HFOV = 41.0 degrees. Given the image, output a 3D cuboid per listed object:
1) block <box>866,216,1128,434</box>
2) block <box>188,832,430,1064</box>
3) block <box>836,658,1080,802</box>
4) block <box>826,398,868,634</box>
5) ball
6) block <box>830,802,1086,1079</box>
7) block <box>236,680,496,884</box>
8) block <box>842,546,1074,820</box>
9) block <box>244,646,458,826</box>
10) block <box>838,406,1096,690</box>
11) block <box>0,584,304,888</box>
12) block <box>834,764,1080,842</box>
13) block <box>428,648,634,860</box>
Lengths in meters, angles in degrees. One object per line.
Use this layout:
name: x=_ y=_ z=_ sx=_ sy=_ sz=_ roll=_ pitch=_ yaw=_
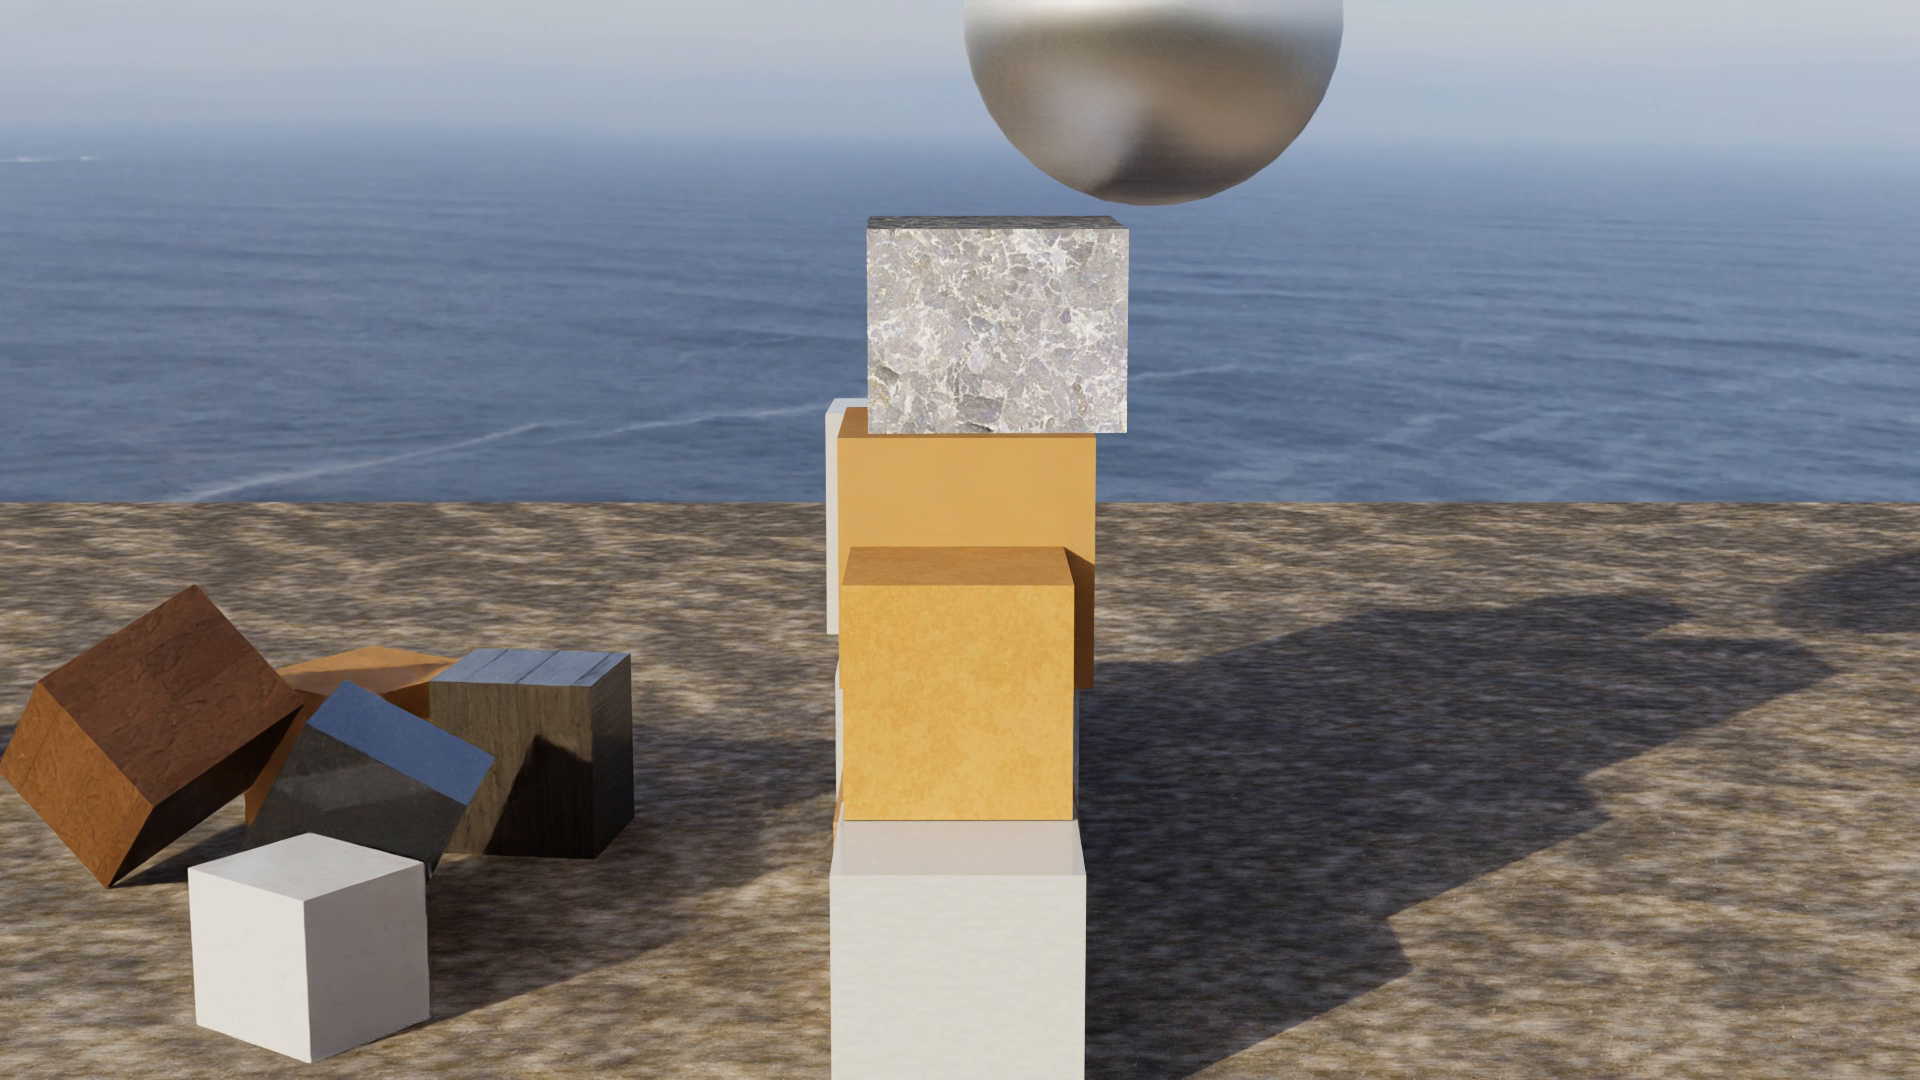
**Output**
block: x=0.134 y=-0.880 z=10.282 sx=0.997 sy=0.783 sz=0.929 roll=0 pitch=10 yaw=-1
block: x=-2.424 y=1.507 z=9.574 sx=0.649 sy=0.610 sz=0.567 roll=8 pitch=13 yaw=36
block: x=-0.010 y=1.018 z=10.741 sx=0.967 sy=1.154 sz=0.974 roll=0 pitch=10 yaw=0
block: x=-0.108 y=-0.119 z=11.195 sx=0.910 sy=0.935 sz=0.805 roll=0 pitch=8 yaw=0
ball: x=0.810 y=-2.208 z=10.779 sx=1.600 sy=1.600 sz=1.600 roll=0 pitch=10 yaw=0
block: x=-0.007 y=1.469 z=9.037 sx=0.852 sy=0.877 sz=0.873 roll=0 pitch=10 yaw=0
block: x=-2.440 y=1.141 z=10.469 sx=0.706 sy=0.757 sz=0.753 roll=28 pitch=8 yaw=-6
block: x=-0.009 y=0.512 z=9.494 sx=0.816 sy=0.850 sz=0.839 roll=0 pitch=9 yaw=0
block: x=-2.822 y=0.973 z=12.236 sx=0.783 sy=0.708 sz=0.857 roll=7 pitch=12 yaw=33
block: x=0.023 y=0.011 z=10.312 sx=0.985 sy=0.981 sz=0.935 roll=0 pitch=10 yaw=0
block: x=-3.540 y=0.857 z=11.225 sx=0.860 sy=0.718 sz=0.810 roll=-40 pitch=-5 yaw=-44
block: x=-0.012 y=1.356 z=9.884 sx=0.906 sy=0.796 sz=0.815 roll=0 pitch=10 yaw=0
block: x=-1.976 y=0.981 z=11.920 sx=0.751 sy=0.805 sz=0.678 roll=1 pitch=10 yaw=8
